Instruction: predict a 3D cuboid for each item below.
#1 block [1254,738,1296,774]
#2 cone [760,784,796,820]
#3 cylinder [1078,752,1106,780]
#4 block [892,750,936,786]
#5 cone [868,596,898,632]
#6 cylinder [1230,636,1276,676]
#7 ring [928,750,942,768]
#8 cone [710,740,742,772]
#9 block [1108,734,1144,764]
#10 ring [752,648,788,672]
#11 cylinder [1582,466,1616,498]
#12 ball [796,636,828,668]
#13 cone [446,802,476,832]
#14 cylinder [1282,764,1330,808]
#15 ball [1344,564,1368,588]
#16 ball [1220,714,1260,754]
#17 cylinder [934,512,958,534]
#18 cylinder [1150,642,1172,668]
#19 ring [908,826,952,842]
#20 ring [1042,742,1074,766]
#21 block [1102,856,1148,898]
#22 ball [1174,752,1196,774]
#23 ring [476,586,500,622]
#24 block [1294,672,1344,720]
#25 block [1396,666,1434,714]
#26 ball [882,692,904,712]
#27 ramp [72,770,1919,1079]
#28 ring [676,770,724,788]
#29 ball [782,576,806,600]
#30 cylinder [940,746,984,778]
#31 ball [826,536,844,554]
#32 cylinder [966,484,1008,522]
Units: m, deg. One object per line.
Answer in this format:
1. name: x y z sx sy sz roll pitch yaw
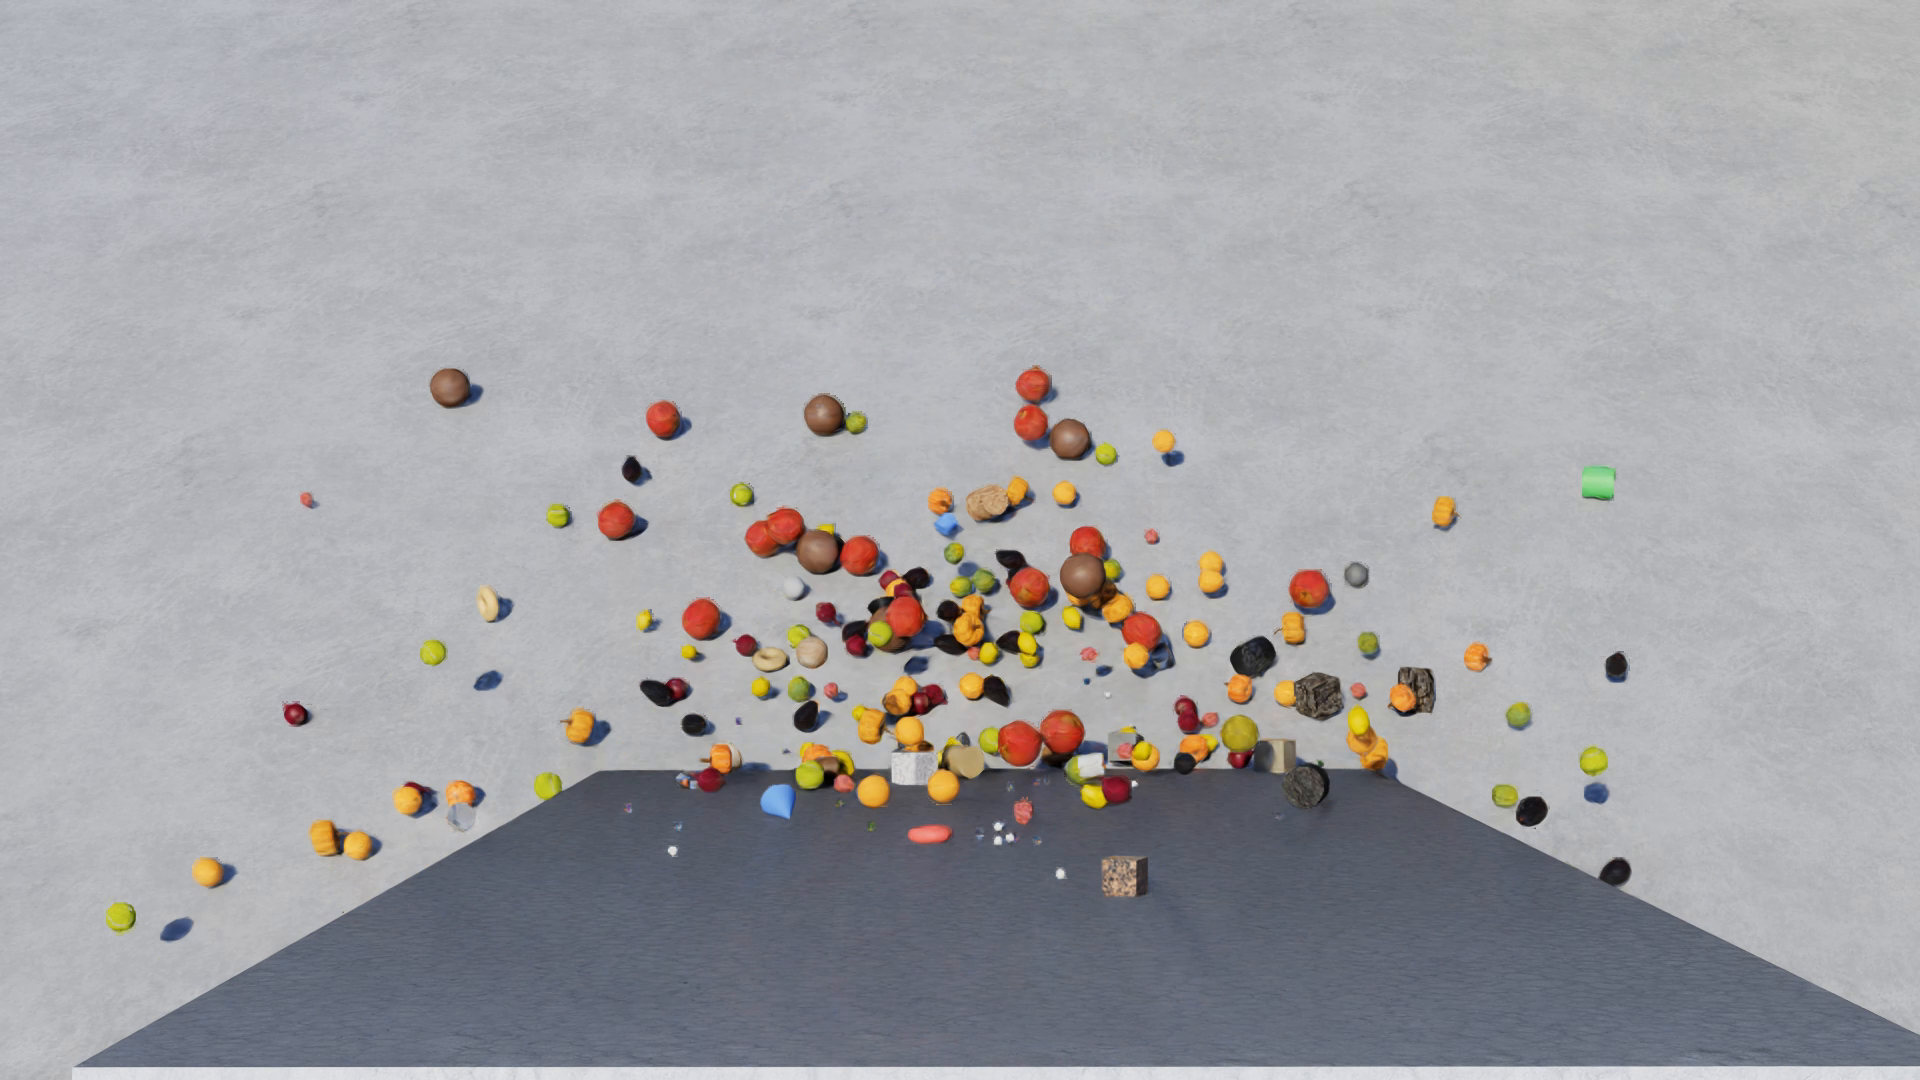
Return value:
1. block: 0.808 0.553 6.643 0.081 0.081 0.081 0 -1 30
2. cone: -0.368 0.563 5.416 0.078 0.078 0.078 -11 30 -18
3. cylinder: 0.280 0.479 5.504 0.051 0.051 0.051 -12 31 8
4. block: -0.110 0.552 6.286 0.077 0.077 0.077 -1 -1 43
5. cone: -0.211 0.227 7.426 0.094 0.094 0.094 -8 61 -12
6. cylinder: 0.816 0.324 7.213 0.090 0.090 0.090 26 34 35
7. ring: -0.093 0.573 6.768 0.137 0.046 0.137 0 -2 0
8. cone: -0.616 0.573 6.590 0.092 0.092 0.092 13 32 21
9. block: 0.438 0.550 6.830 0.073 0.073 0.073 -1 -10 23
10. ring: -0.533 0.334 7.259 0.099 0.033 0.099 0 29 0
11. cylinder: 1.976 -0.178 8.021 0.095 0.095 0.095 4 32 16
12. ball: -0.361 0.275 6.327 0.081 0.081 0.081 0 32 0
13. cone: -1.099 0.614 5.673 0.066 0.066 0.066 1 7 2
14. cylinder: 0.759 0.538 5.677 0.090 0.090 0.090 10 2 16
15. ball: 1.162 0.103 7.599 0.070 0.070 0.070 0 32 0
16. ball: 0.683 0.473 6.317 0.094 0.094 0.094 0 32 0
17. cylinder: -0.043 -0.049 7.803 0.051 0.051 0.051 -49 47 -7
18. cylinder: 0.562 0.321 7.237 0.054 0.054 0.054 -5 32 -8
19. ring: -0.058 0.562 4.948 0.083 0.028 0.083 -1 0 0
20. ring: 0.260 0.569 6.881 0.089 0.030 0.089 -3 31 2
21. block: 0.264 0.538 4.144 0.058 0.058 0.058 0 -1 23
22. ball: 0.569 0.565 6.566 0.056 0.056 0.056 0 32 0
23. ring: -1.356 0.184 7.439 0.034 0.101 0.101 -15 34 -34
24. block: 0.974 0.423 7.043 0.089 0.089 0.089 -23 23 -33
25. block: 1.245 0.411 7.083 0.089 0.089 0.089 3 32 4
26. ball: -0.183 0.442 7.062 0.058 0.058 0.058 0 32 0
27. ramp: 0.071 0.623 4.709 2.000 0.100 4.000 0 -1 0
28. ring: -0.619 0.570 6.174 0.114 0.038 0.114 -1 0 0
29. ball: -0.485 0.139 7.540 0.070 0.070 0.070 0 32 0
30. cylinder: 0.007 0.550 6.432 0.079 0.079 0.079 -22 10 -32
31. ball: -0.374 0.015 7.755 0.055 0.055 0.055 0 32 0
32. cylinder: 0.081 -0.113 7.879 0.094 0.094 0.094 -25 2 -34
